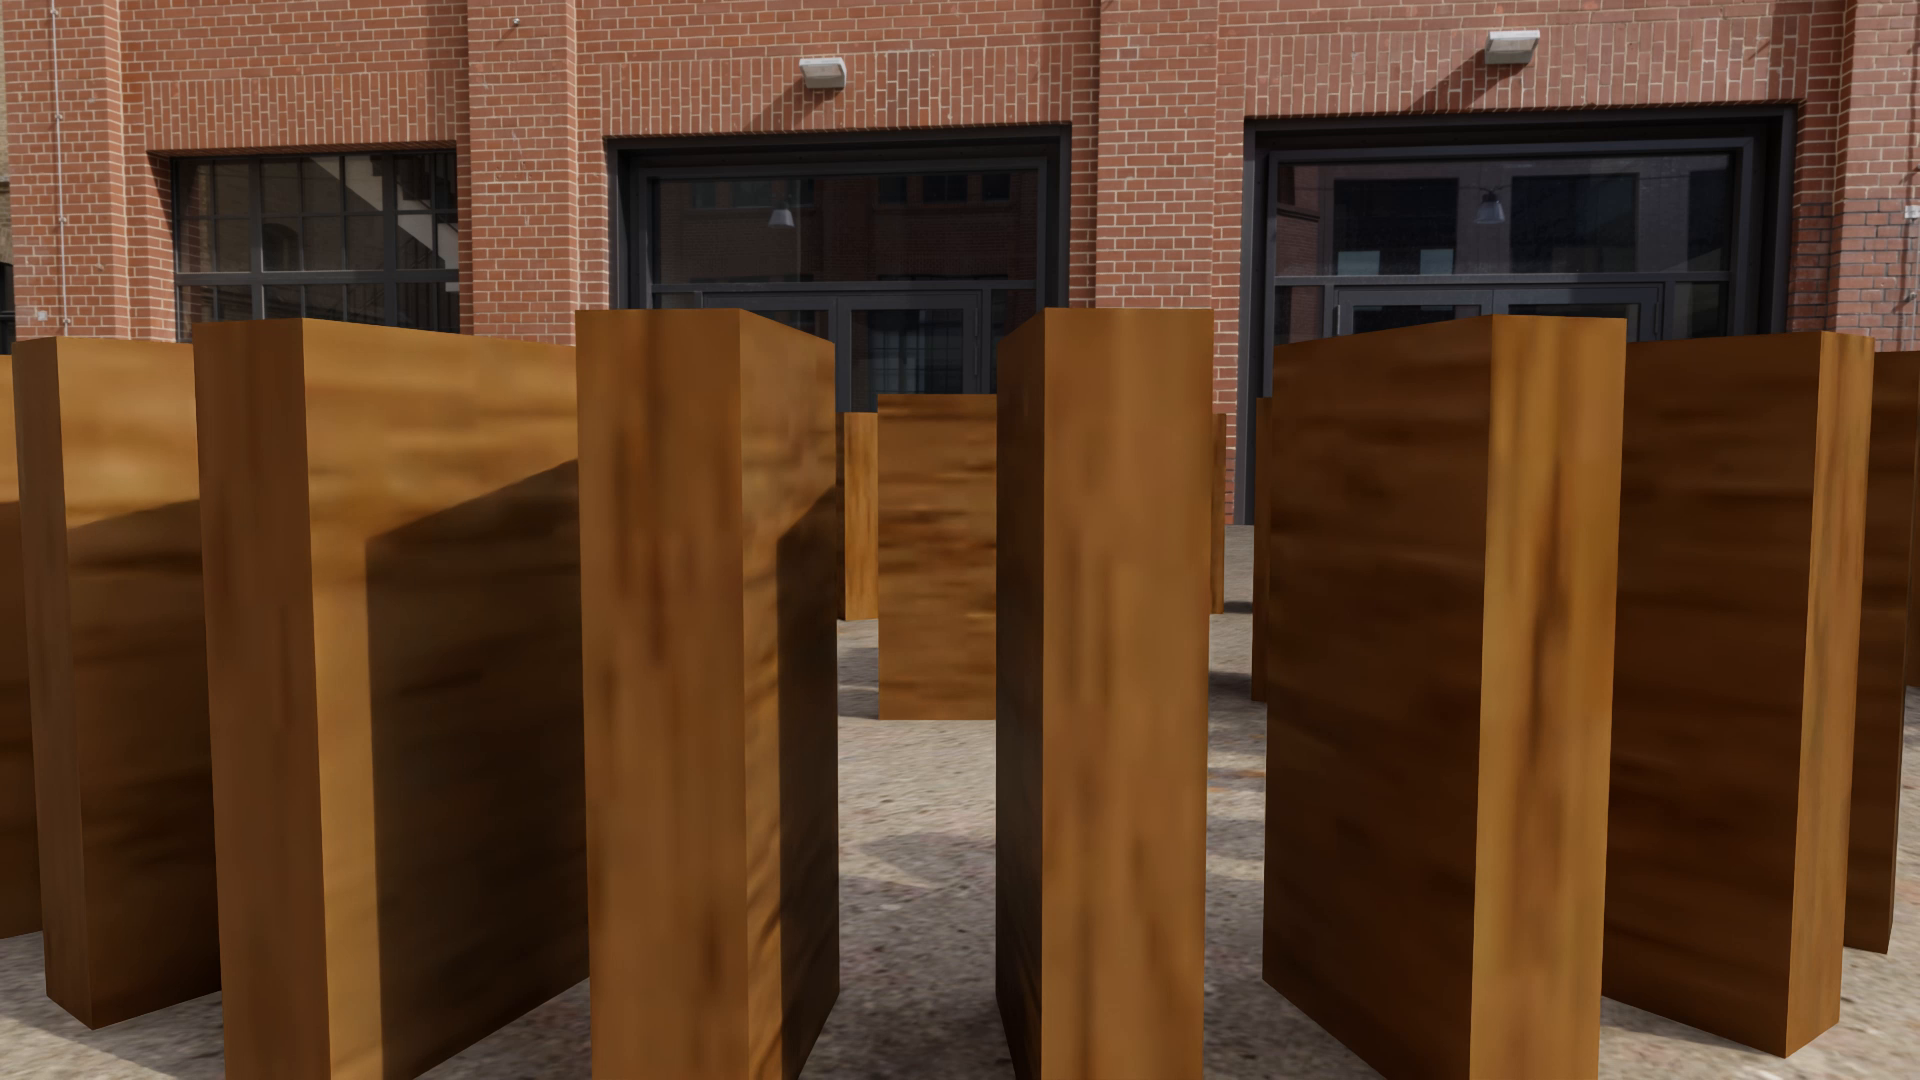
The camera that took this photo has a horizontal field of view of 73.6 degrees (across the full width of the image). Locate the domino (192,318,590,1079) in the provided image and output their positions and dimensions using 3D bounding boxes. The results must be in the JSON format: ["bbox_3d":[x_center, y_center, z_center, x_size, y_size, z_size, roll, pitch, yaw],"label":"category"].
[{"bbox_3d":[-0.039,0.011,0.092,0.010,0.050,0.025,2,5,23],"label":"domino"}]

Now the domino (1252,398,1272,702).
[{"bbox_3d":[0.058,0.001,0.220,0.009,0.050,0.025,2,5,26],"label":"domino"}]

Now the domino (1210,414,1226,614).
[{"bbox_3d":[0.064,-0.007,0.332,0.009,0.050,0.025,1,4,12],"label":"domino"}]

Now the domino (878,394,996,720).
[{"bbox_3d":[0.000,0.002,0.201,0.025,0.050,0.010,0,4,0],"label":"domino"}]

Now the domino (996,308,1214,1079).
[{"bbox_3d":[0.008,0.011,0.085,0.010,0.050,0.025,0,4,-4],"label":"domino"}]

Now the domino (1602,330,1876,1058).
[{"bbox_3d":[0.054,0.010,0.100,0.009,0.050,0.025,-3,5,-37],"label":"domino"}]

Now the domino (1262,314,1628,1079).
[{"bbox_3d":[0.032,0.011,0.090,0.009,0.050,0.025,-1,4,-16],"label":"domino"}]

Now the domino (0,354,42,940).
[{"bbox_3d":[-0.077,0.009,0.120,0.025,0.050,0.009,-4,6,-42],"label":"domino"}]

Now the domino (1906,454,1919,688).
[{"bbox_3d":[0.180,0.001,0.226,0.025,0.050,0.010,-1,5,-18],"label":"domino"}]

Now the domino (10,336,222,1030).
[{"bbox_3d":[-0.059,0.010,0.104,0.009,0.050,0.025,3,5,38],"label":"domino"}]

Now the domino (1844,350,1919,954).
[{"bbox_3d":[0.070,0.009,0.117,0.025,0.050,0.009,3,5,38],"label":"domino"}]

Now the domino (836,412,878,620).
[{"bbox_3d":[-0.029,-0.006,0.320,0.010,0.050,0.025,-2,5,-28],"label":"domino"}]

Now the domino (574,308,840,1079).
[{"bbox_3d":[-0.015,0.011,0.086,0.009,0.050,0.025,0,4,7],"label":"domino"}]
